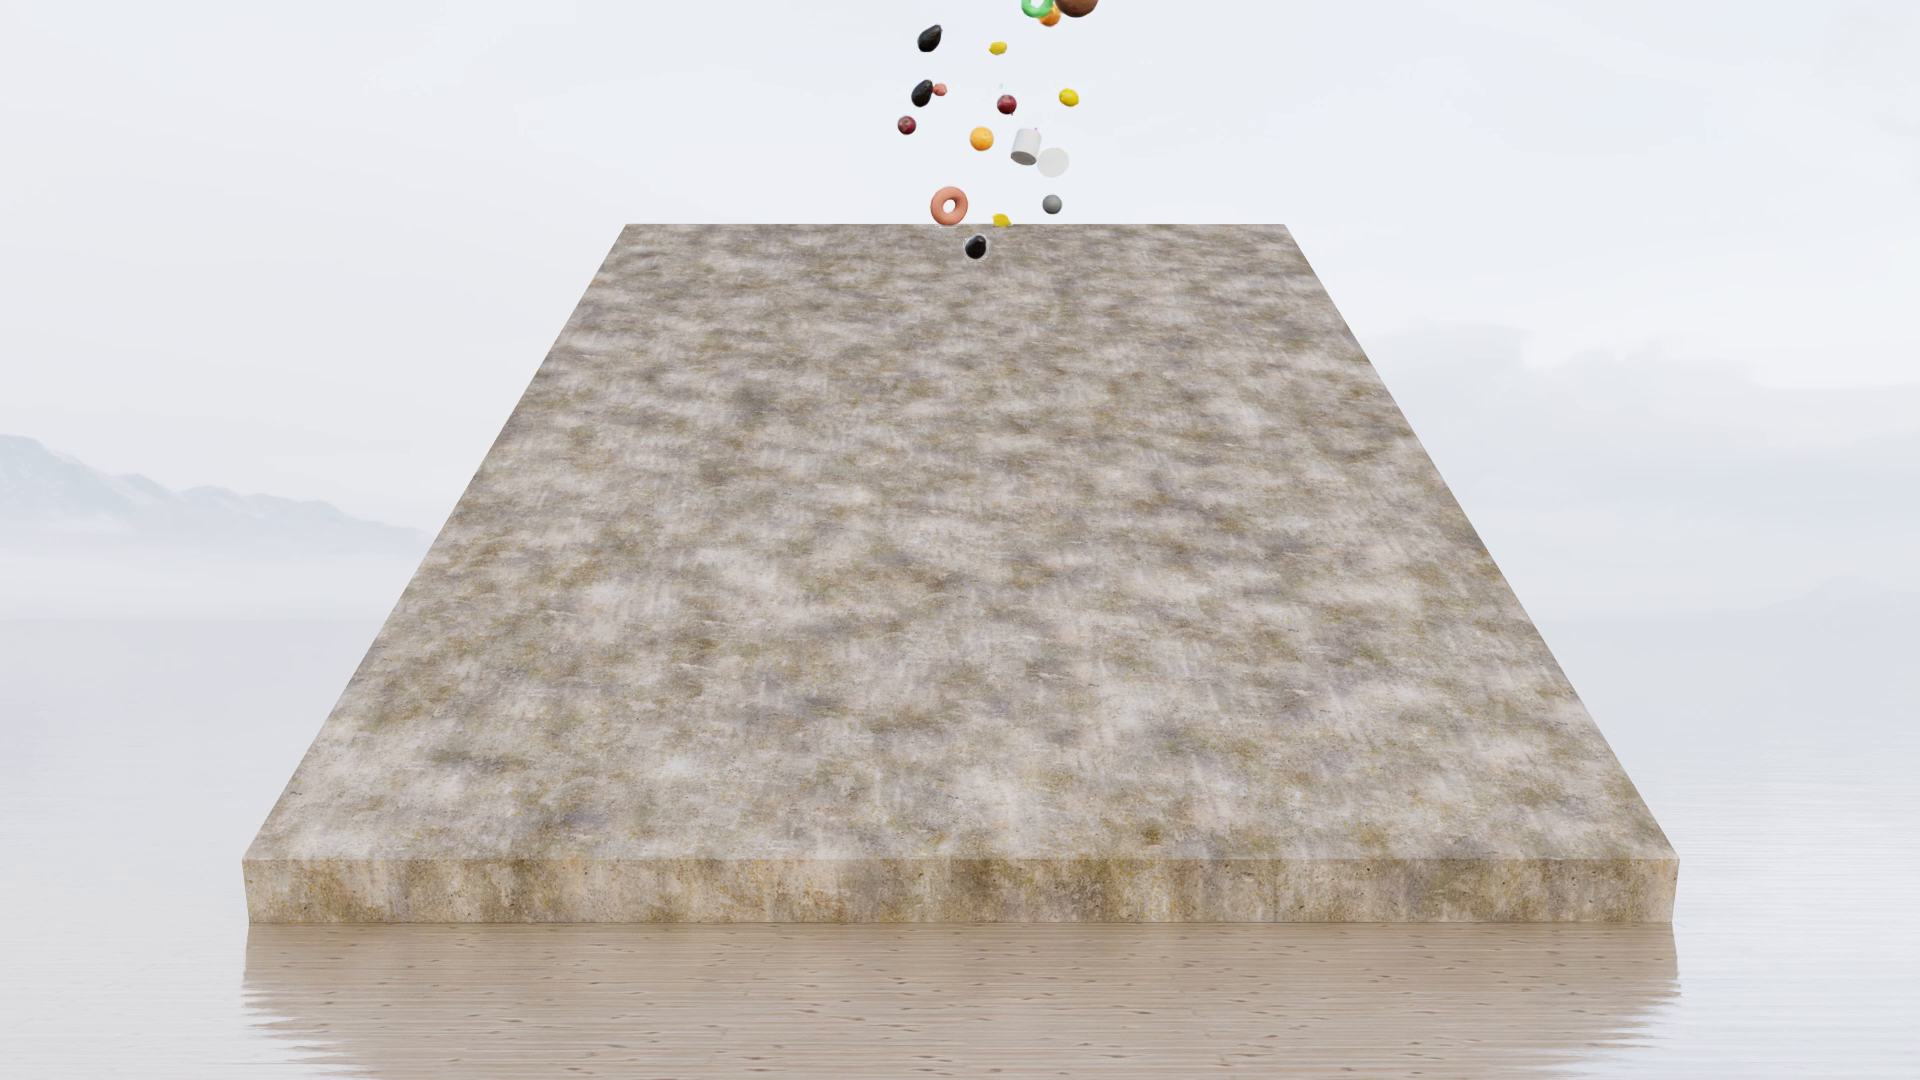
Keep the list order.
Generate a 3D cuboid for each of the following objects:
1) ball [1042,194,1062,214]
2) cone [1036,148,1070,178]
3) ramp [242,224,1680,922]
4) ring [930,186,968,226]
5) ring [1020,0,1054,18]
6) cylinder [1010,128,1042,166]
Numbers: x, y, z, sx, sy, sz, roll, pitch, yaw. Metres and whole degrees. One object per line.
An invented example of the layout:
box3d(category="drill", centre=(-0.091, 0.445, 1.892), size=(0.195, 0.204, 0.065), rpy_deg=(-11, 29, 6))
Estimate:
box3d(category="ball", centre=(0.264, -0.959, 6.499), size=(0.058, 0.058, 0.058), rpy_deg=(0, -2, 0))
box3d(category="cone", centre=(0.272, -1.063, 6.513), size=(0.093, 0.093, 0.093), rpy_deg=(0, -13, 10))
box3d(category="ramp", centre=(-0.005, -0.211, 5.053), size=(2.000, 0.100, 4.000), rpy_deg=(0, 21, 0))
box3d(category="ring", centre=(-0.031, -0.968, 6.594), size=(0.118, 0.118, 0.039), rpy_deg=(1, 22, -26))
box3d(category="ring", centre=(0.217, -1.518, 6.414), size=(0.094, 0.094, 0.031), rpy_deg=(0, 19, -9))
box3d(category="cylinder", centre=(0.189, -1.120, 6.481), size=(0.077, 0.077, 0.077), rpy_deg=(13, -20, 5))
